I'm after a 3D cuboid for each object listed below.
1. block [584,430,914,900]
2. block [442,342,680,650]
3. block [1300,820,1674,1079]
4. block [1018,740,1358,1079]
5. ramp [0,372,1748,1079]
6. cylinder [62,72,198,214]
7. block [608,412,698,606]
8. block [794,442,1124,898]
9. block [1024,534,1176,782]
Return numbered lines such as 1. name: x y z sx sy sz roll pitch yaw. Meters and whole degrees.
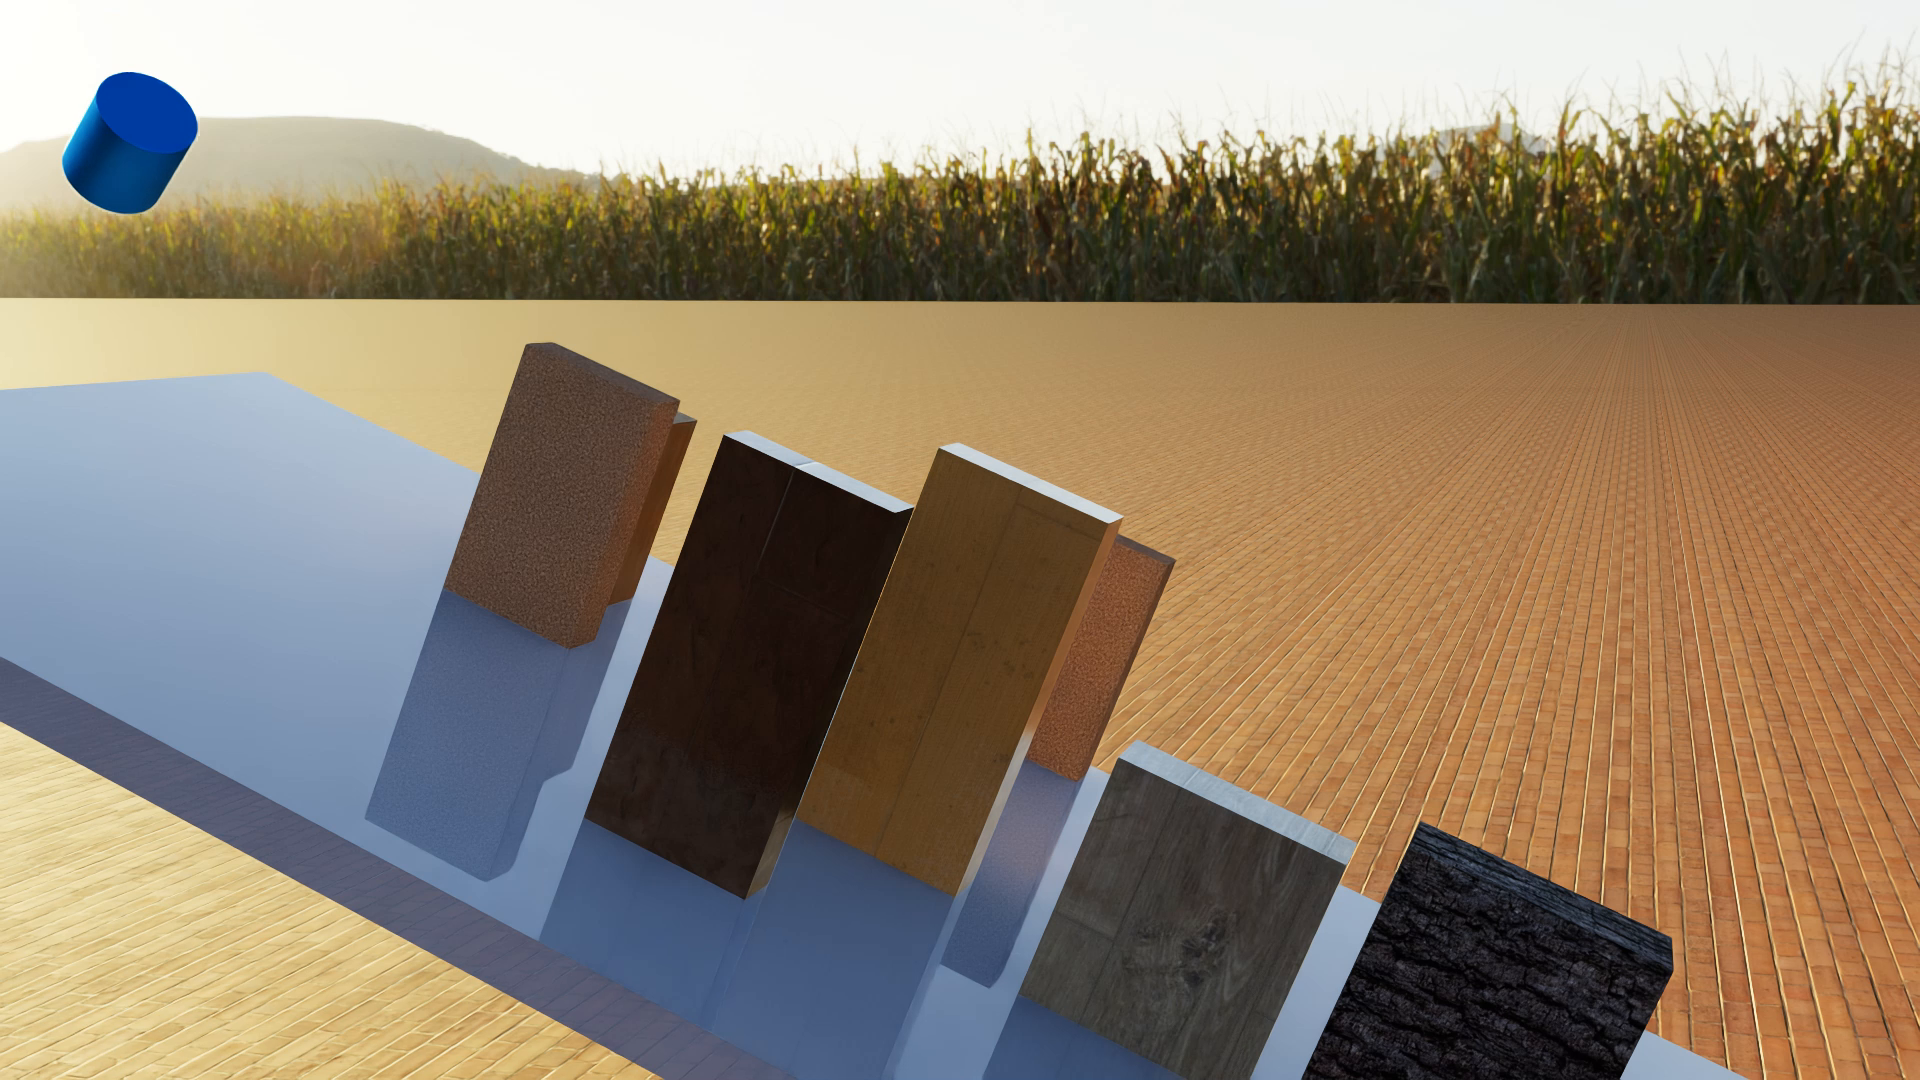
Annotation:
1. block: -0.356 0.208 3.660 0.316 0.707 0.102 25 13 13
2. block: -0.819 -0.093 4.511 0.309 0.545 0.116 25 13 13
3. block: 0.648 0.779 2.988 0.361 0.687 0.148 25 13 13
4. block: 0.380 0.635 3.683 0.406 0.451 0.145 25 13 13
5. ramp: -0.306 0.542 4.194 4.000 0.100 2.000 25 13 13
6. cylinder: -1.619 -0.773 4.288 0.195 0.195 0.195 -7 -25 -46
7. block: -0.844 -0.135 4.889 0.372 0.436 0.142 25 13 13
8. block: -0.006 0.236 4.018 0.336 0.749 0.121 25 13 13
9. block: 0.202 0.215 4.932 0.379 0.535 0.099 25 13 13
